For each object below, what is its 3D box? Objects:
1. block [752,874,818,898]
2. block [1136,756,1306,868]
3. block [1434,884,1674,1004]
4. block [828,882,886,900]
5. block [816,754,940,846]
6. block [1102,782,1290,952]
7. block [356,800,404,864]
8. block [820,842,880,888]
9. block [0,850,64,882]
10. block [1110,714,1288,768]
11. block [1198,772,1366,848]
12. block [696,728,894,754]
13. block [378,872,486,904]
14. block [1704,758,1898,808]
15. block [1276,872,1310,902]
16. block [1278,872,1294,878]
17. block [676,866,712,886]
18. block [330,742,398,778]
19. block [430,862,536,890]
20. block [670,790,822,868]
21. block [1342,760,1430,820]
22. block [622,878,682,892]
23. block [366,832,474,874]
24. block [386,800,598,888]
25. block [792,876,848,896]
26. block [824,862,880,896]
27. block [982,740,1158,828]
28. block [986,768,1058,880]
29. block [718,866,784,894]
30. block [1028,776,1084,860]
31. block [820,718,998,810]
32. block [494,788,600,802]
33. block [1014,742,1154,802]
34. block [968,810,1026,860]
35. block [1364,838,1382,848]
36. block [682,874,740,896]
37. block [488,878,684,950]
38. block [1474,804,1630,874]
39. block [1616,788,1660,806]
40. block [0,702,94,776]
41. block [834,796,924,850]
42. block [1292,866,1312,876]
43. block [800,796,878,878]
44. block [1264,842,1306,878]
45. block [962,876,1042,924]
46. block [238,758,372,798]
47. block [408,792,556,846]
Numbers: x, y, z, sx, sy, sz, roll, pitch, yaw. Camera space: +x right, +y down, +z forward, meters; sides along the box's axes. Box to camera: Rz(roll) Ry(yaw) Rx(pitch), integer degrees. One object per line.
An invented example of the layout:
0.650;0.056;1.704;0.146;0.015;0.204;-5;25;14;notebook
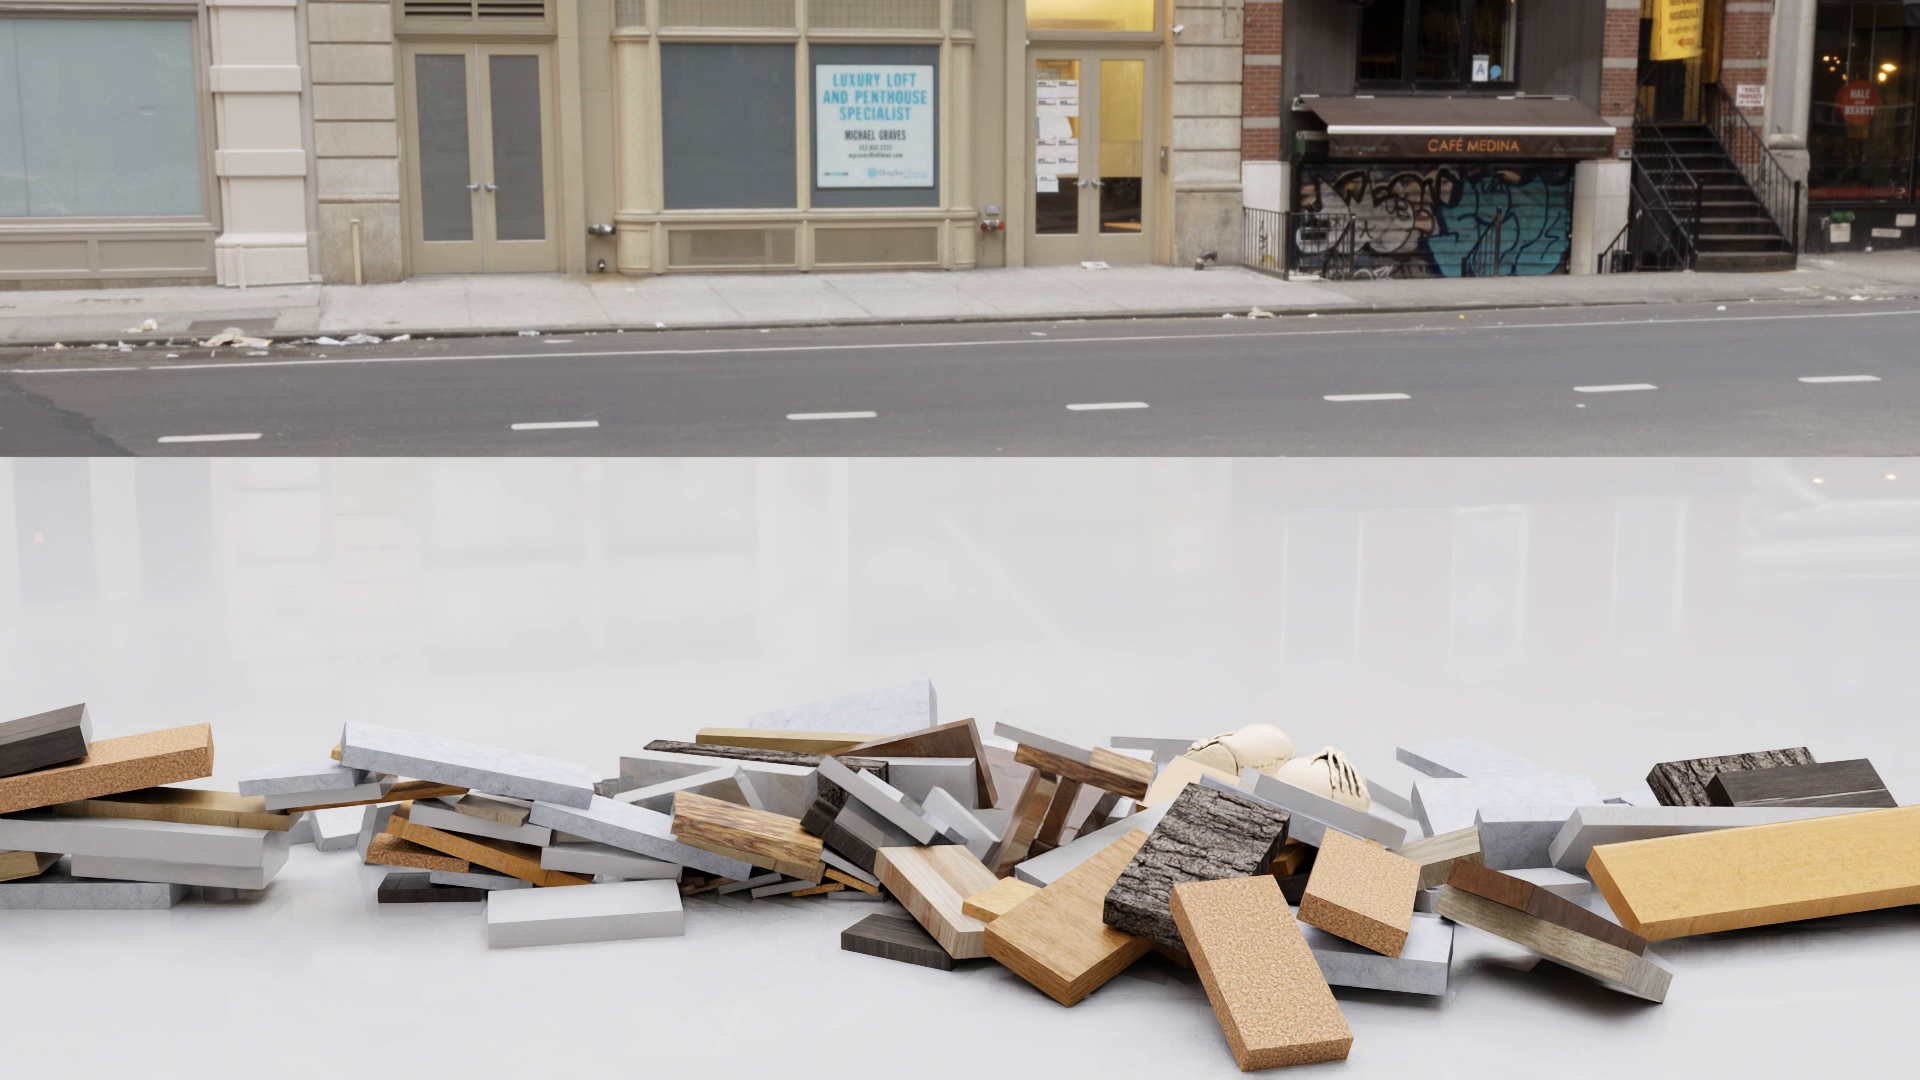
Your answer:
-0.289;0.571;3.666;0.109;0.015;0.054;-11;9;7;block
0.468;0.472;3.762;0.297;0.042;0.149;17;39;28;block
0.878;0.598;3.262;0.311;0.044;0.156;16;-9;44;block
-0.172;0.584;3.664;0.092;0.013;0.046;1;11;3;block
-0.135;0.436;3.654;0.220;0.031;0.110;34;-8;8;block
0.365;0.498;3.358;0.172;0.049;0.344;15;31;22;block
-0.913;0.481;3.871;0.277;0.139;0.039;-8;43;-38;block
-0.181;0.536;3.639;0.109;0.015;0.054;28;8;-6;block
-1.651;0.536;3.651;0.310;0.044;0.155;-10;10;2;block
0.491;0.410;4.501;0.349;0.049;0.175;2;11;10;block
0.520;0.452;3.594;0.274;0.039;0.137;21;-1;6;block
-0.300;0.439;3.994;0.355;0.177;0.050;2;11;8;block
-0.877;0.579;3.666;0.167;0.024;0.084;0;11;-3;block
1.505;0.478;3.898;0.325;0.046;0.162;-3;48;-18;block
0.468;0.559;3.482;0.242;0.034;0.121;-15;-9;32;block
0.450;0.559;3.624;0.181;0.026;0.090;-12;6;32;block
-0.467;0.562;3.671;0.100;0.014;0.050;-4;12;12;block
-0.967;0.357;3.603;0.113;0.016;0.057;16;13;-1;block
-0.790;0.555;3.665;0.167;0.024;0.084;7;10;-3;block
-0.351;0.473;3.604;0.245;0.035;0.122;15;10;-10;block
0.845;0.475;4.195;0.121;0.034;0.242;-4;11;-20;block
-0.515;0.577;3.696;0.100;0.014;0.050;2;11;9;block
-0.892;0.520;3.652;0.167;0.024;0.084;7;10;-3;block
-0.773;0.511;3.664;0.344;0.033;0.115;20;9;-3;block
-0.231;0.574;3.663;0.092;0.013;0.046;-10;10;15;block
-0.178;0.559;3.636;0.092;0.013;0.046;22;9;-6;block
0.163;0.452;4.016;0.359;0.051;0.180;1;36;24;block
0.100;0.484;3.653;0.031;0.221;0.111;24;9;-5;block
-0.347;0.565;3.682;0.109;0.015;0.054;-14;10;8;block
0.154;0.482;3.656;0.031;0.221;0.111;24;15;9;block
-0.103;0.426;3.896;0.311;0.155;0.044;-14;8;17;block
-0.747;0.502;3.799;0.250;0.125;0.035;-3;13;-14;block
0.206;0.367;3.627;0.221;0.031;0.111;17;14;7;block
0.034;0.506;3.782;0.163;0.081;0.023;0;-13;2;block
0.549;0.540;3.800;0.356;0.050;0.178;2;11;11;block
-0.412;0.568;3.679;0.100;0.014;0.050;-15;10;3;block
-0.600;0.597;3.516;0.301;0.043;0.151;-2;11;-11;block
1.000;0.510;3.735;0.260;0.130;0.037;-1;37;-4;block
1.385;0.496;4.048;0.331;0.047;0.166;-4;11;-20;block
-1.616;0.354;3.598;0.359;0.051;0.180;-14;12;-17;block
-0.105;0.508;3.681;0.220;0.031;0.110;34;6;0;block
0.575;0.557;3.577;0.181;0.026;0.090;-15;7;32;block
-0.160;0.511;3.662;0.220;0.031;0.110;34;6;1;block
0.463;0.532;3.594;0.181;0.026;0.090;-12;6;27;block
0.070;0.560;3.407;0.072;0.020;0.143;17;16;27;block
-1.072;0.386;3.610;0.193;0.027;0.096;-5;11;6;block
-0.787;0.456;3.649;0.230;0.033;0.115;11;10;-5;block
